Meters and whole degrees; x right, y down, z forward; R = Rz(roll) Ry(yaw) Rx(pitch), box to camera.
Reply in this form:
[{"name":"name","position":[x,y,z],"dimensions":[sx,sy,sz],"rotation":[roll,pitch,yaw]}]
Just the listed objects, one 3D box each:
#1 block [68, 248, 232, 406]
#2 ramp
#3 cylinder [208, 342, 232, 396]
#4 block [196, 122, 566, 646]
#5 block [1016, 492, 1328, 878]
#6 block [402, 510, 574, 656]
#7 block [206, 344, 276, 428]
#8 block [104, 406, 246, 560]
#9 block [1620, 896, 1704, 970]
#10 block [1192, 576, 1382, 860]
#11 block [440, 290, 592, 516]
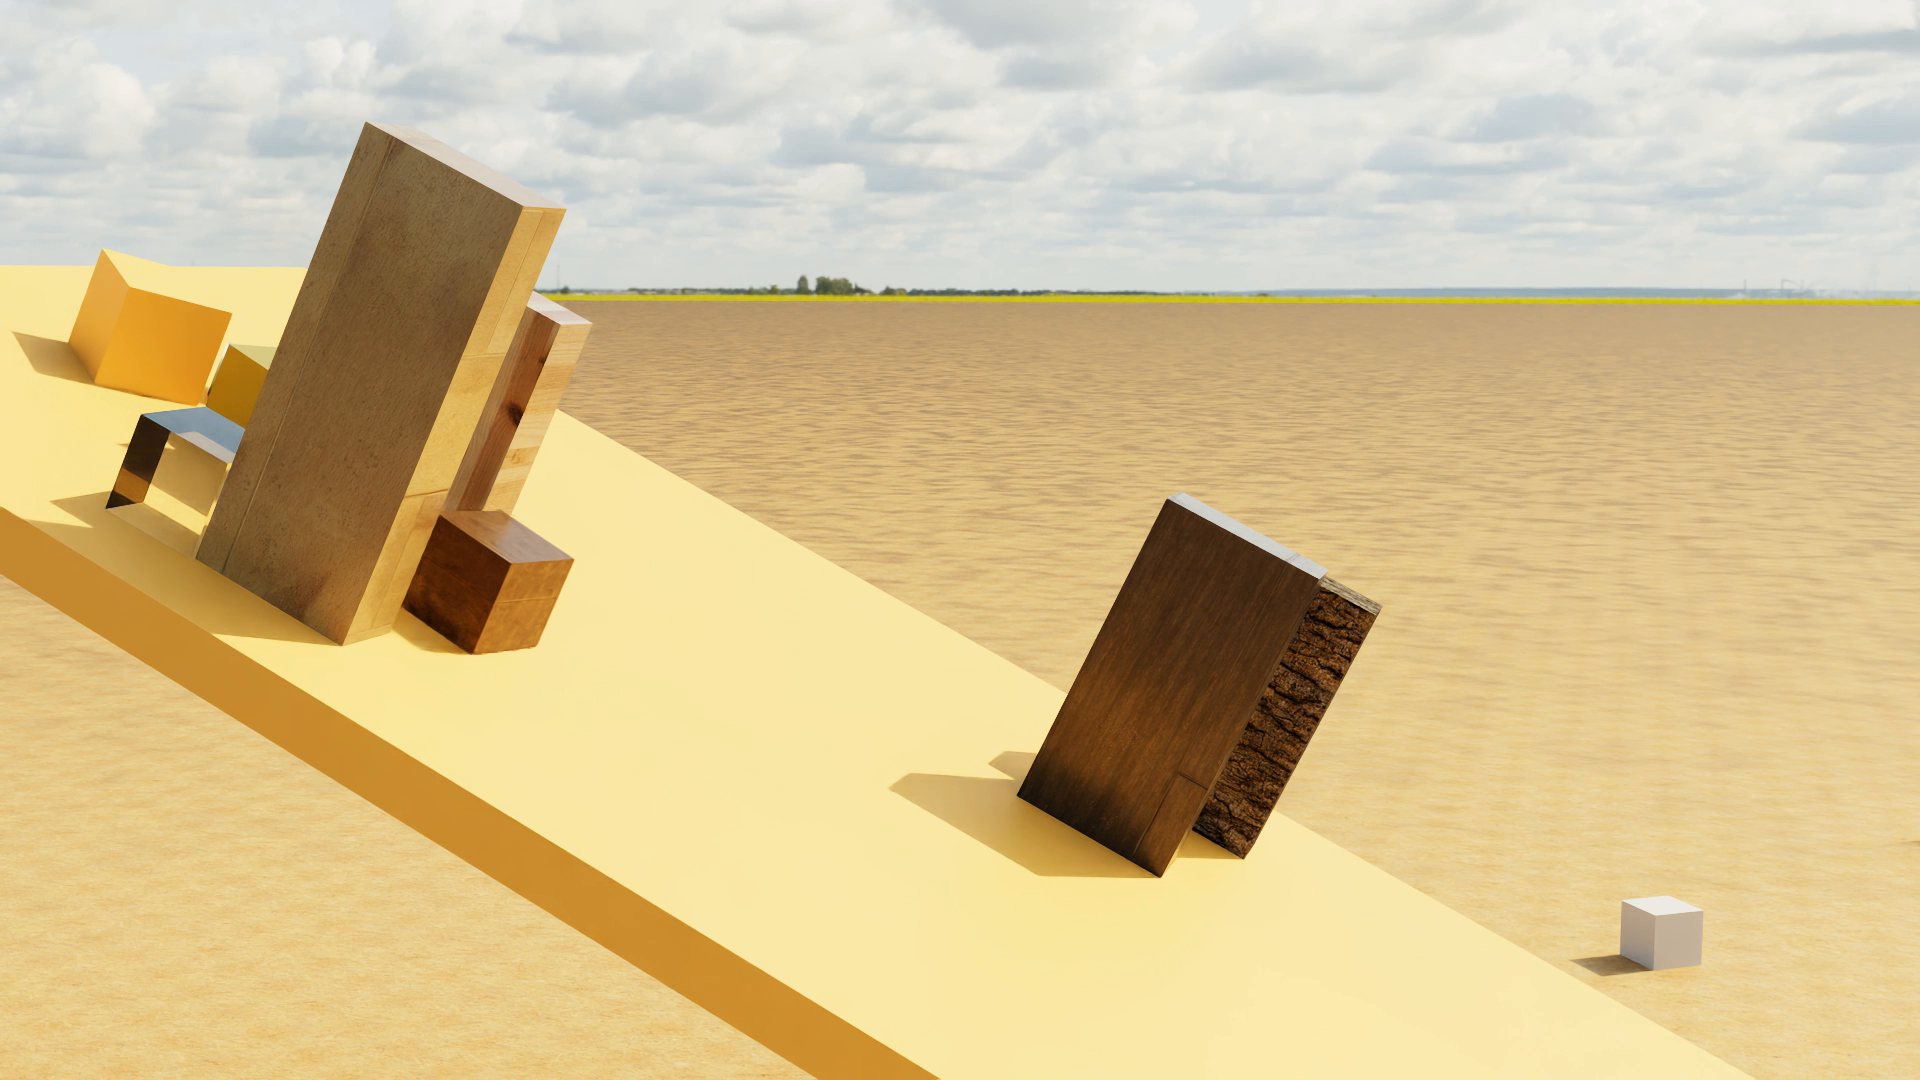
[{"name":"block","position":[-1.557,-0.408,4.225],"dimensions":[0.201,0.201,0.201],"rotation":[14,18,-41]},{"name":"ramp","position":[-0.246,0.415,4.160],"dimensions":[4.000,0.100,2.000],"rotation":[29,14,12]},{"name":"cylinder","position":[-1.410,-0.318,4.343],"dimensions":[0.114,0.114,0.114],"rotation":[21,0,-18]},{"name":"block","position":[-0.934,-0.246,3.527],"dimensions":[0.300,0.775,0.141],"rotation":[29,14,12]},{"name":"block","position":[0.406,0.277,4.231],"dimensions":[0.321,0.659,0.134],"rotation":[29,14,12]},{"name":"block","position":[-0.820,0.072,3.812],"dimensions":[0.180,0.180,0.180],"rotation":[31,15,21]},{"name":"block","position":[-1.308,-0.260,4.198],"dimensions":[0.165,0.165,0.165],"rotation":[31,15,22]},{"name":"block","position":[-1.265,-0.098,3.652],"dimensions":[0.176,0.176,0.176],"rotation":[28,14,11]},{"name":"block","position":[1.895,1.061,5.942],"dimensions":[0.151,0.151,0.151],"rotation":[-2,7,-18]},{"name":"block","position":[0.568,0.310,4.564],"dimensions":[0.370,0.581,0.129],"rotation":[29,14,12]},{"name":"block","position":[-0.984,-0.264,4.049],"dimensions":[0.440,0.517,0.124],"rotation":[29,14,12]}]
